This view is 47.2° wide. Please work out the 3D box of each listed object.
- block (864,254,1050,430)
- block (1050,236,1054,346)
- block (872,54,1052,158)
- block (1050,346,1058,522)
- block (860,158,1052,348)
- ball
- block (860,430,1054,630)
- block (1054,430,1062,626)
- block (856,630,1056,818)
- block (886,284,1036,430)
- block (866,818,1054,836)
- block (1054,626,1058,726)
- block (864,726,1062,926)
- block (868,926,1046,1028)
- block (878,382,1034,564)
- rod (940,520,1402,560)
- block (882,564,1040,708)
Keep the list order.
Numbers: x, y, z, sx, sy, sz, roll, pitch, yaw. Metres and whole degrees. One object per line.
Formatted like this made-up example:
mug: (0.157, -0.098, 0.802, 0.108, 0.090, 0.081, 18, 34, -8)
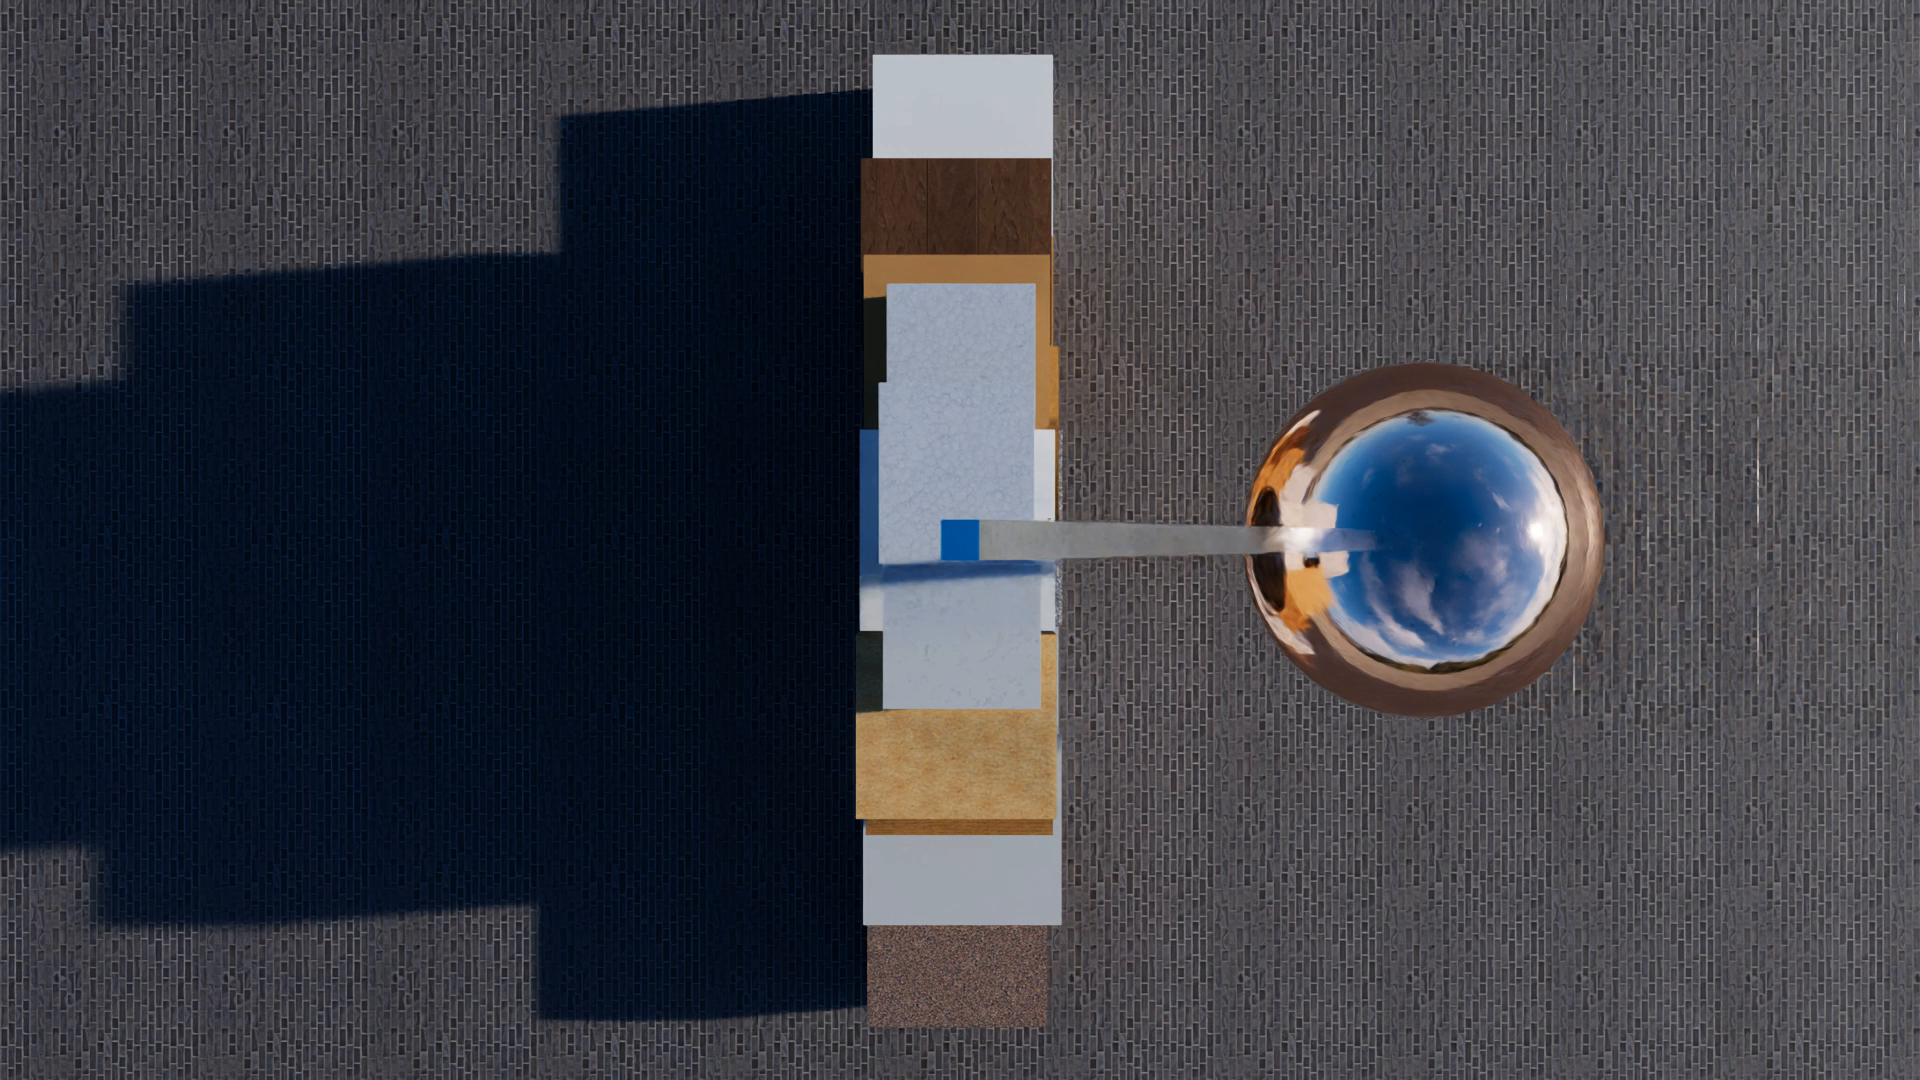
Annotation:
block: (-0.014, -0.873, 10.524, 0.859, 0.751, 0.903, 0, 91, 0)
block: (0.019, -1.124, 12.453, 0.973, 1.094, 1.041, 0, 90, 0)
block: (0.016, -2.163, 12.553, 0.991, 0.895, 1.016, 0, 90, 0)
block: (0.008, -0.441, 11.397, 0.964, 0.915, 1.045, 0, 90, 0)
block: (-0.018, -1.433, 11.402, 0.945, 1.009, 0.920, 0, 90, 0)
ball: (2.074, 0.000, 9.904, 1.600, 1.600, 1.600, 0, 90, 0)
block: (-0.012, -0.042, 9.794, 0.837, 0.730, 0.863, 0, 90, 0)
block: (0.009, -0.067, 12.427, 1.085, 1.145, 1.052, 0, 90, 0)
block: (-0.015, 0.769, 9.495, 0.827, 0.892, 0.758, 0, 90, 0)
block: (0.005, -0.800, 9.843, 0.645, 0.615, 0.638, 0, 91, 0)
block: (-0.003, 0.898, 10.377, 0.847, 0.871, 0.873, 0, 90, 0)
block: (0.012, 1.030, 12.459, 1.042, 1.082, 1.122, 0, 90, 0)
block: (0.012, 1.423, 11.365, 0.976, 1.106, 0.940, 0, 90, 0)
block: (-0.016, 2.136, 12.529, 0.985, 0.942, 1.070, 0, 90, 0)
block: (-0.014, -0.265, 9.081, 0.618, 0.696, 0.721, 0, 90, 0)
rod: (0.899, 0.000, 6.713, 0.080, 5.200, 0.080, 0, 90, 20)
block: (0.007, 0.374, 8.753, 0.607, 0.593, 0.555, 0, 90, 0)
